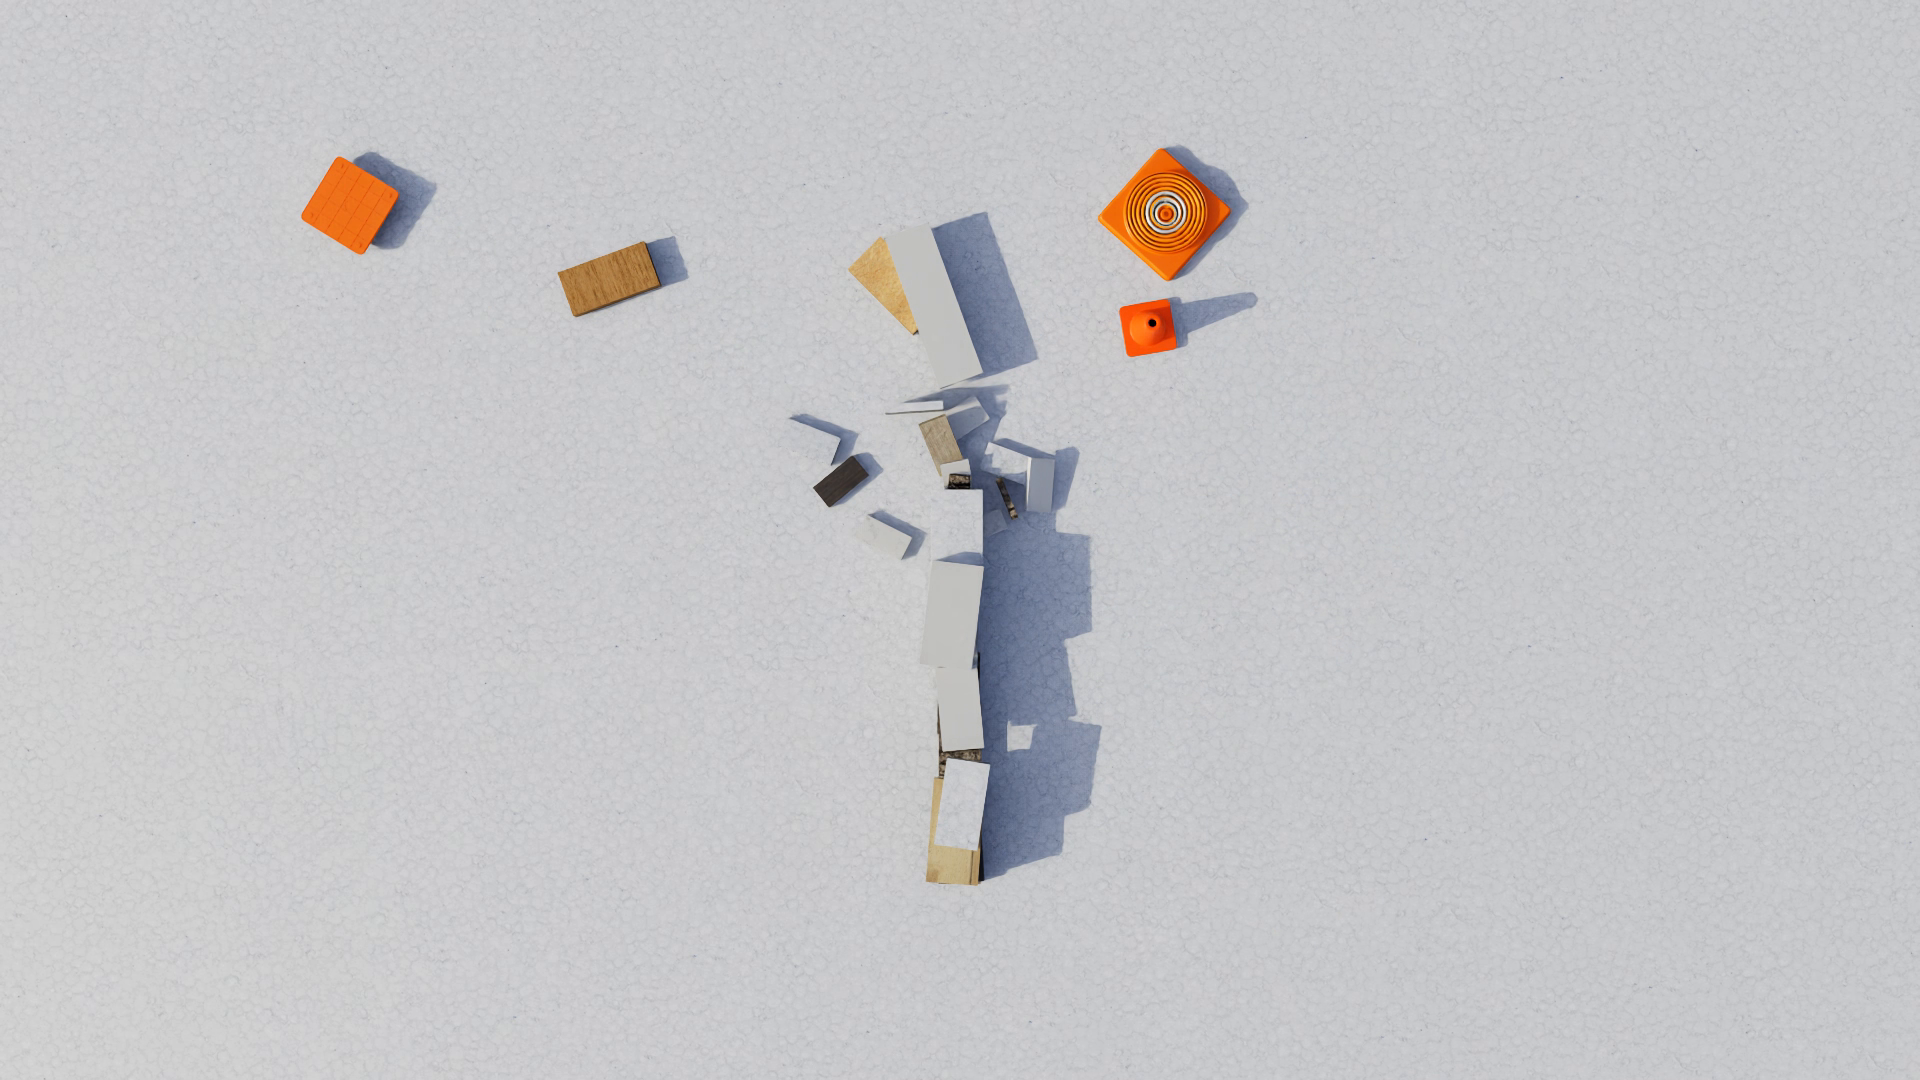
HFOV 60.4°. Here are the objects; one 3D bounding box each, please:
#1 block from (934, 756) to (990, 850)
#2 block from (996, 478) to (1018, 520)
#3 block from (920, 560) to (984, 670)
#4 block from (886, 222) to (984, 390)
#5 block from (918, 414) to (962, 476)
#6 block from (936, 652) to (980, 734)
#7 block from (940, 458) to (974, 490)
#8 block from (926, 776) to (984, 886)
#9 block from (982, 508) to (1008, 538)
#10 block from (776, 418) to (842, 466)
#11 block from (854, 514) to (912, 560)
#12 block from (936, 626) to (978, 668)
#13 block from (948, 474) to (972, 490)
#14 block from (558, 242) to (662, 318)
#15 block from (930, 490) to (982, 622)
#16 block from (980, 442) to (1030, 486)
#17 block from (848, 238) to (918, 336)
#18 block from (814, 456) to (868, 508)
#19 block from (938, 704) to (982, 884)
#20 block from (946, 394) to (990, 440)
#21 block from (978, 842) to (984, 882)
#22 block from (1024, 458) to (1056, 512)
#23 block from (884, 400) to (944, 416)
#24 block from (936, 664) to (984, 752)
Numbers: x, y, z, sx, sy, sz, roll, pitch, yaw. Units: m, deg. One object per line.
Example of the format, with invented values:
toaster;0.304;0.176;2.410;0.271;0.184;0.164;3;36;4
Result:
block;0.007;0.855;5.352;0.141;0.040;0.283;9;90;0
block;0.155;-0.136;5.464;0.020;0.072;0.143;-22;90;0
block;-0.026;0.245;5.355;0.169;0.048;0.337;7;86;1
block;-0.085;-0.771;5.435;0.152;0.043;0.525;-20;90;0
block;-0.058;-0.313;5.453;0.094;0.027;0.189;-21;109;3
block;-0.004;0.507;5.450;0.135;0.038;0.271;2;77;0
block;-0.002;-0.169;5.467;0.095;0.027;0.189;-11;102;0
block;-0.014;0.952;5.396;0.169;0.048;0.338;4;90;0
block;0.080;-0.046;5.490;0.143;0.020;0.072;-22;90;0
block;-0.503;-0.327;5.486;0.194;0.027;0.097;21;90;0
block;-0.254;-0.008;5.488;0.171;0.024;0.086;27;90;0
block;-0.009;0.318;5.452;0.135;0.038;0.271;1;78;0
block;-0.007;-0.143;5.448;0.072;0.020;0.143;5;102;-4
block;-1.163;-0.866;5.478;0.304;0.043;0.152;-20;90;0
block;-0.010;0.050;5.414;0.169;0.048;0.431;0;92;0
block;0.168;-0.249;5.487;0.189;0.027;0.095;20;90;0
block;-0.210;-0.843;5.478;0.304;0.043;0.152;45;90;0
block;-0.396;-0.195;5.488;0.171;0.024;0.086;-39;90;0
block;0.000;0.843;5.480;0.141;0.040;0.592;0;90;0
block;-0.008;-0.391;5.486;0.194;0.027;0.097;-33;90;0
block;0.002;0.984;5.440;0.141;0.040;0.283;-3;90;0
block;0.264;-0.182;5.467;0.085;0.024;0.176;3;96;-18
block;-0.151;-0.436;5.452;0.194;0.097;0.027;-4;90;0
block;-0.001;0.547;5.383;0.135;0.038;0.271;-5;88;0
